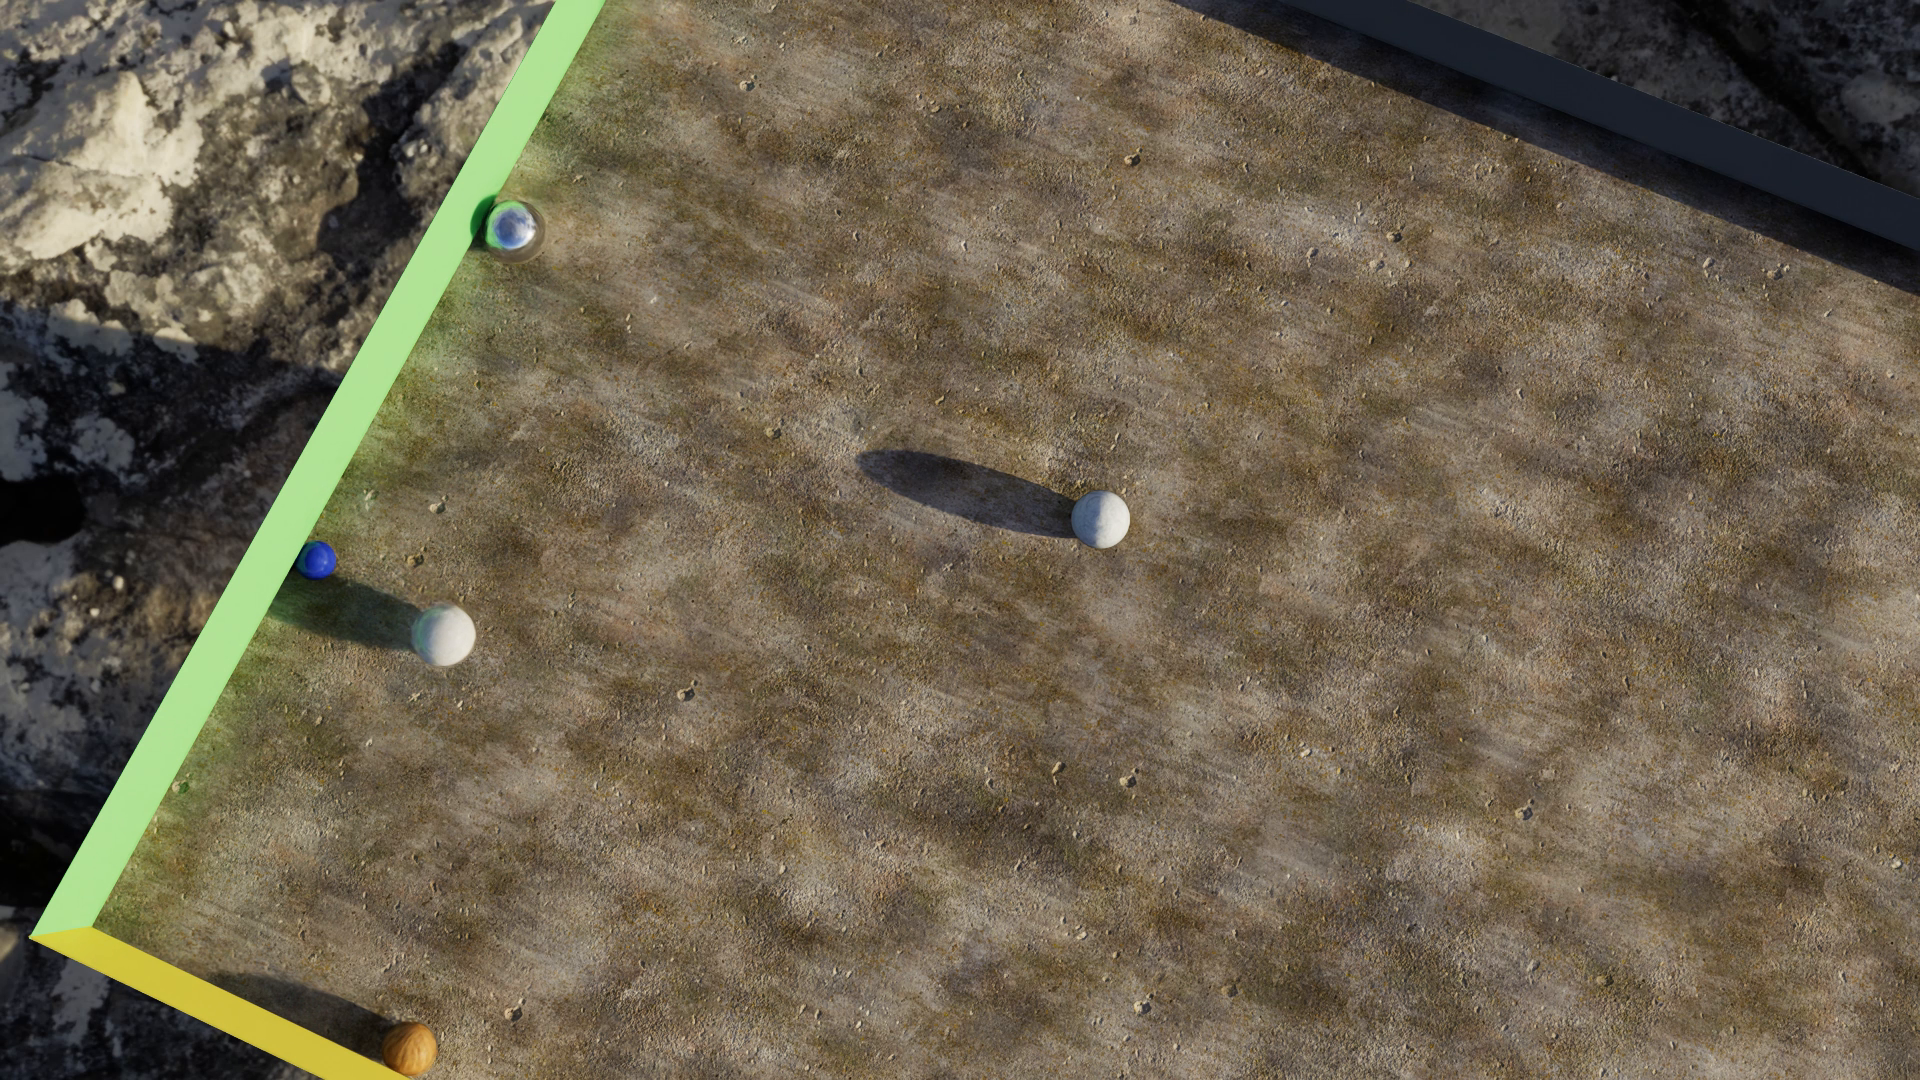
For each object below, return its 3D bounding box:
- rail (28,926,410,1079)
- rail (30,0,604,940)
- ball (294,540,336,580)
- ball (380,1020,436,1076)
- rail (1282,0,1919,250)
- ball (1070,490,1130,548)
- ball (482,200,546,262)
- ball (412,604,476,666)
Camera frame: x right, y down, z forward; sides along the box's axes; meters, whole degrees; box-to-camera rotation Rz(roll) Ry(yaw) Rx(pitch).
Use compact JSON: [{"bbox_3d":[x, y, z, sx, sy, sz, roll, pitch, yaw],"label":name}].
[{"bbox_3d":[0.430,1.306,2.954,3.806,0.130,0.045,23,75,7],"label":"rail"},{"bbox_3d":[-0.847,-0.370,3.449,0.045,0.130,2.193,23,75,7],"label":"rail"},{"bbox_3d":[-0.987,0.031,3.367,0.062,0.062,0.062,0,74,0],"label":"ball"},{"bbox_3d":[-0.791,0.729,3.153,0.077,0.077,0.077,0,74,0],"label":"ball"},{"bbox_3d":[1.307,-0.572,3.509,3.806,0.130,0.045,23,75,7],"label":"rail"},{"bbox_3d":[0.215,-0.032,3.370,0.091,0.091,0.091,0,74,0],"label":"ball"},{"bbox_3d":[-0.710,-0.492,3.502,0.100,0.100,0.100,0,74,0],"label":"ball"},{"bbox_3d":[-0.779,0.143,3.317,0.094,0.094,0.094,0,74,0],"label":"ball"}]
